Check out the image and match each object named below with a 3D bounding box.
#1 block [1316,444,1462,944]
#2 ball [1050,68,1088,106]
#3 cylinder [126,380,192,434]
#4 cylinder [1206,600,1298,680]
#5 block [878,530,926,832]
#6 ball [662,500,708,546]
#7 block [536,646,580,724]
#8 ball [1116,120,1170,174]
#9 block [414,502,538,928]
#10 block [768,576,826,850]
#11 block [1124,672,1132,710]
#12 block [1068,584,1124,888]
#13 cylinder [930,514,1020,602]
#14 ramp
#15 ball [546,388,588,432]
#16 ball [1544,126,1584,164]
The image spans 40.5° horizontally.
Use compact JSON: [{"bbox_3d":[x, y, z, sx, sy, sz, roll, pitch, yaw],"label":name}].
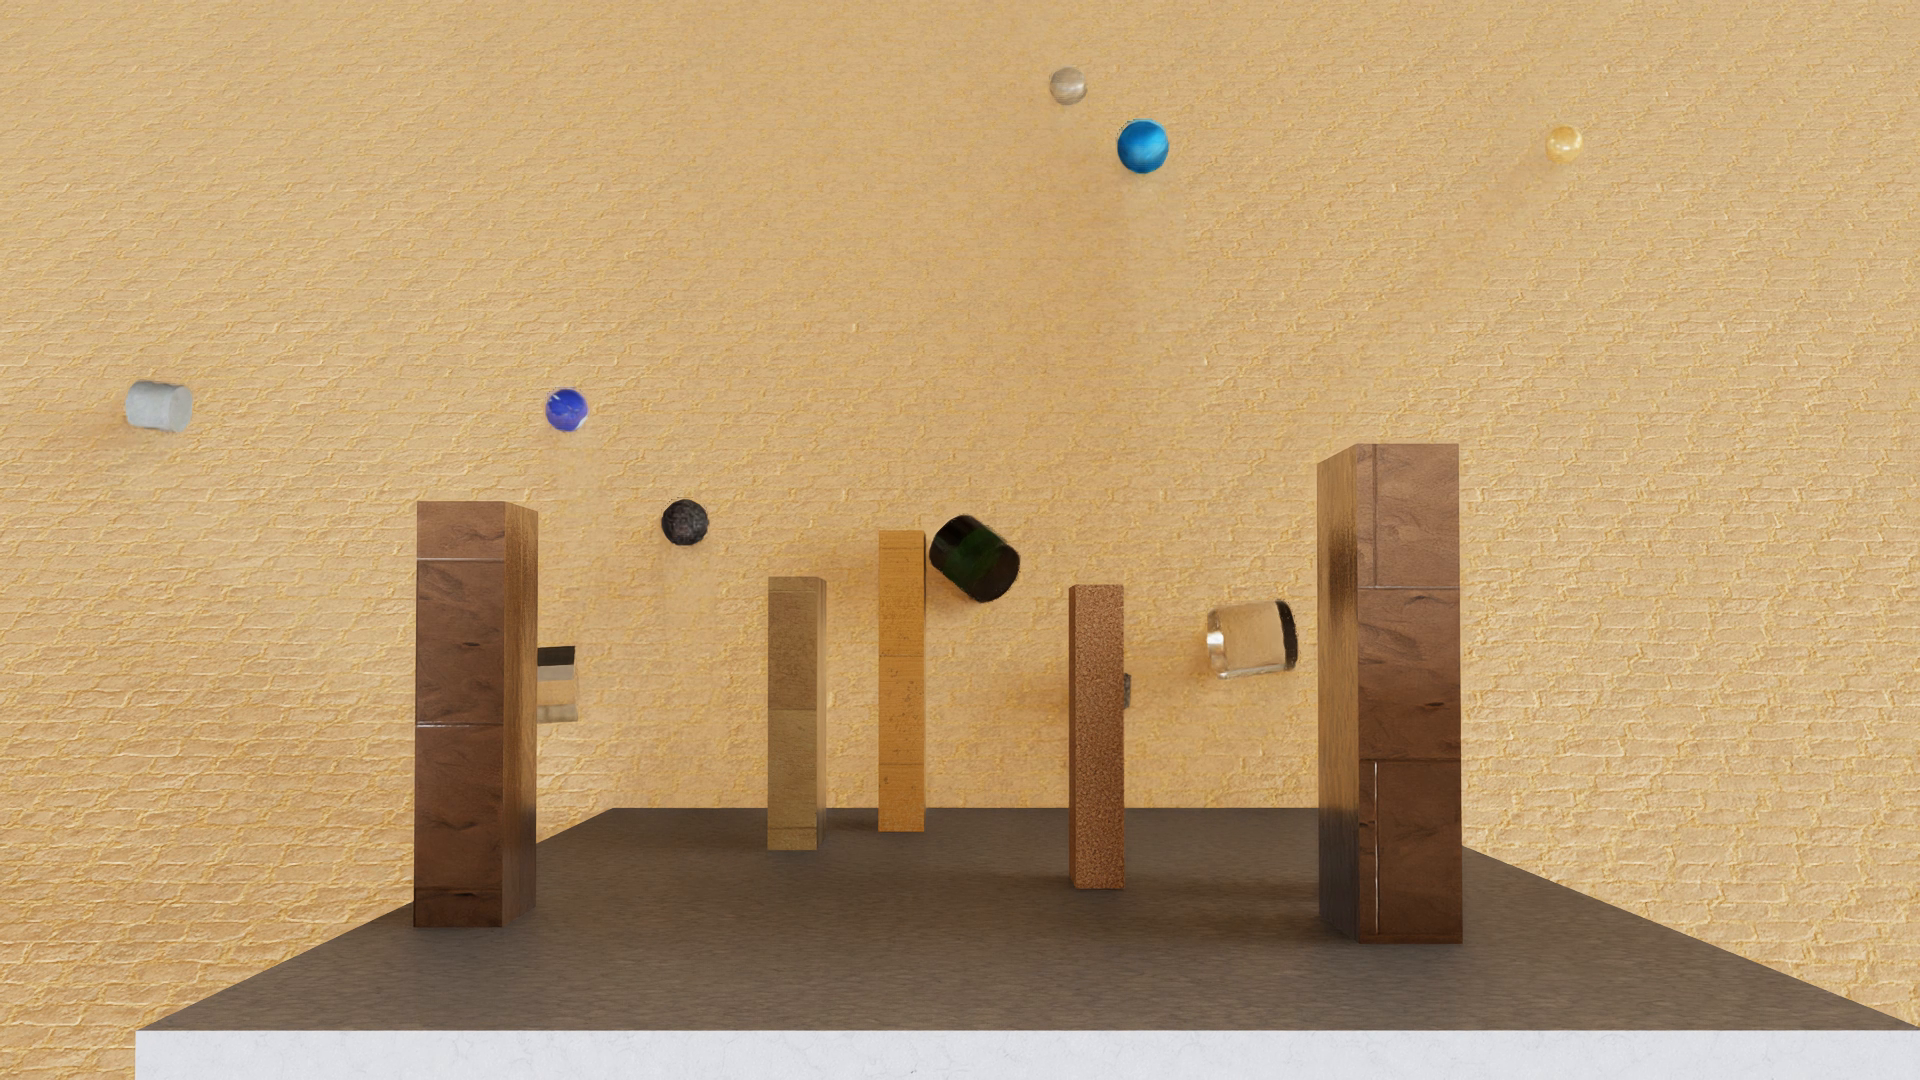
[{"bbox_3d":[0.650,0.229,3.970,0.148,0.722,0.423,0,-2,0],"label":"block"},{"bbox_3d":[0.431,-1.798,10.306,0.149,0.149,0.149,0,36,0],"label":"ball"},{"bbox_3d":[-2.603,-0.433,8.452,0.153,0.153,0.153,9,37,11],"label":"cylinder"},{"bbox_3d":[0.833,0.285,7.432,0.207,0.207,0.207,-6,37,-13],"label":"cylinder"},{"bbox_3d":[-0.136,0.334,6.221,0.105,0.697,0.385,0,-2,0],"label":"block"},{"bbox_3d":[-0.840,-0.052,7.943,0.143,0.143,0.143,0,36,0],"label":"ball"},{"bbox_3d":[-1.155,0.408,7.312,0.152,0.152,0.152,-3,36,-4],"label":"block"},{"bbox_3d":[0.693,-1.487,9.844,0.197,0.197,0.197,0,36,0],"label":"ball"},{"bbox_3d":[-0.767,0.272,4.139,0.135,0.651,0.315,0,-2,0],"label":"block"},{"bbox_3d":[-0.353,0.372,5.670,0.103,0.575,0.386,0,-2,0],"label":"block"},{"bbox_3d":[0.403,0.426,7.322,0.109,0.109,0.109,30,46,34],"label":"block"},{"bbox_3d":[0.248,0.353,4.752,0.086,0.538,0.287,0,-2,0],"label":"block"},{"bbox_3d":[0.044,0.055,7.755,0.193,0.193,0.193,-23,42,-28],"label":"cylinder"},{"bbox_3d":[0.080,0.679,4.898,2.000,0.100,4.000,0,-2,0],"label":"ramp"},{"bbox_3d":[-1.277,-0.422,8.447,0.140,0.140,0.140,0,36,0],"label":"ball"},{"bbox_3d":[2.303,-1.505,9.911,0.148,0.148,0.148,0,36,0],"label":"ball"}]
